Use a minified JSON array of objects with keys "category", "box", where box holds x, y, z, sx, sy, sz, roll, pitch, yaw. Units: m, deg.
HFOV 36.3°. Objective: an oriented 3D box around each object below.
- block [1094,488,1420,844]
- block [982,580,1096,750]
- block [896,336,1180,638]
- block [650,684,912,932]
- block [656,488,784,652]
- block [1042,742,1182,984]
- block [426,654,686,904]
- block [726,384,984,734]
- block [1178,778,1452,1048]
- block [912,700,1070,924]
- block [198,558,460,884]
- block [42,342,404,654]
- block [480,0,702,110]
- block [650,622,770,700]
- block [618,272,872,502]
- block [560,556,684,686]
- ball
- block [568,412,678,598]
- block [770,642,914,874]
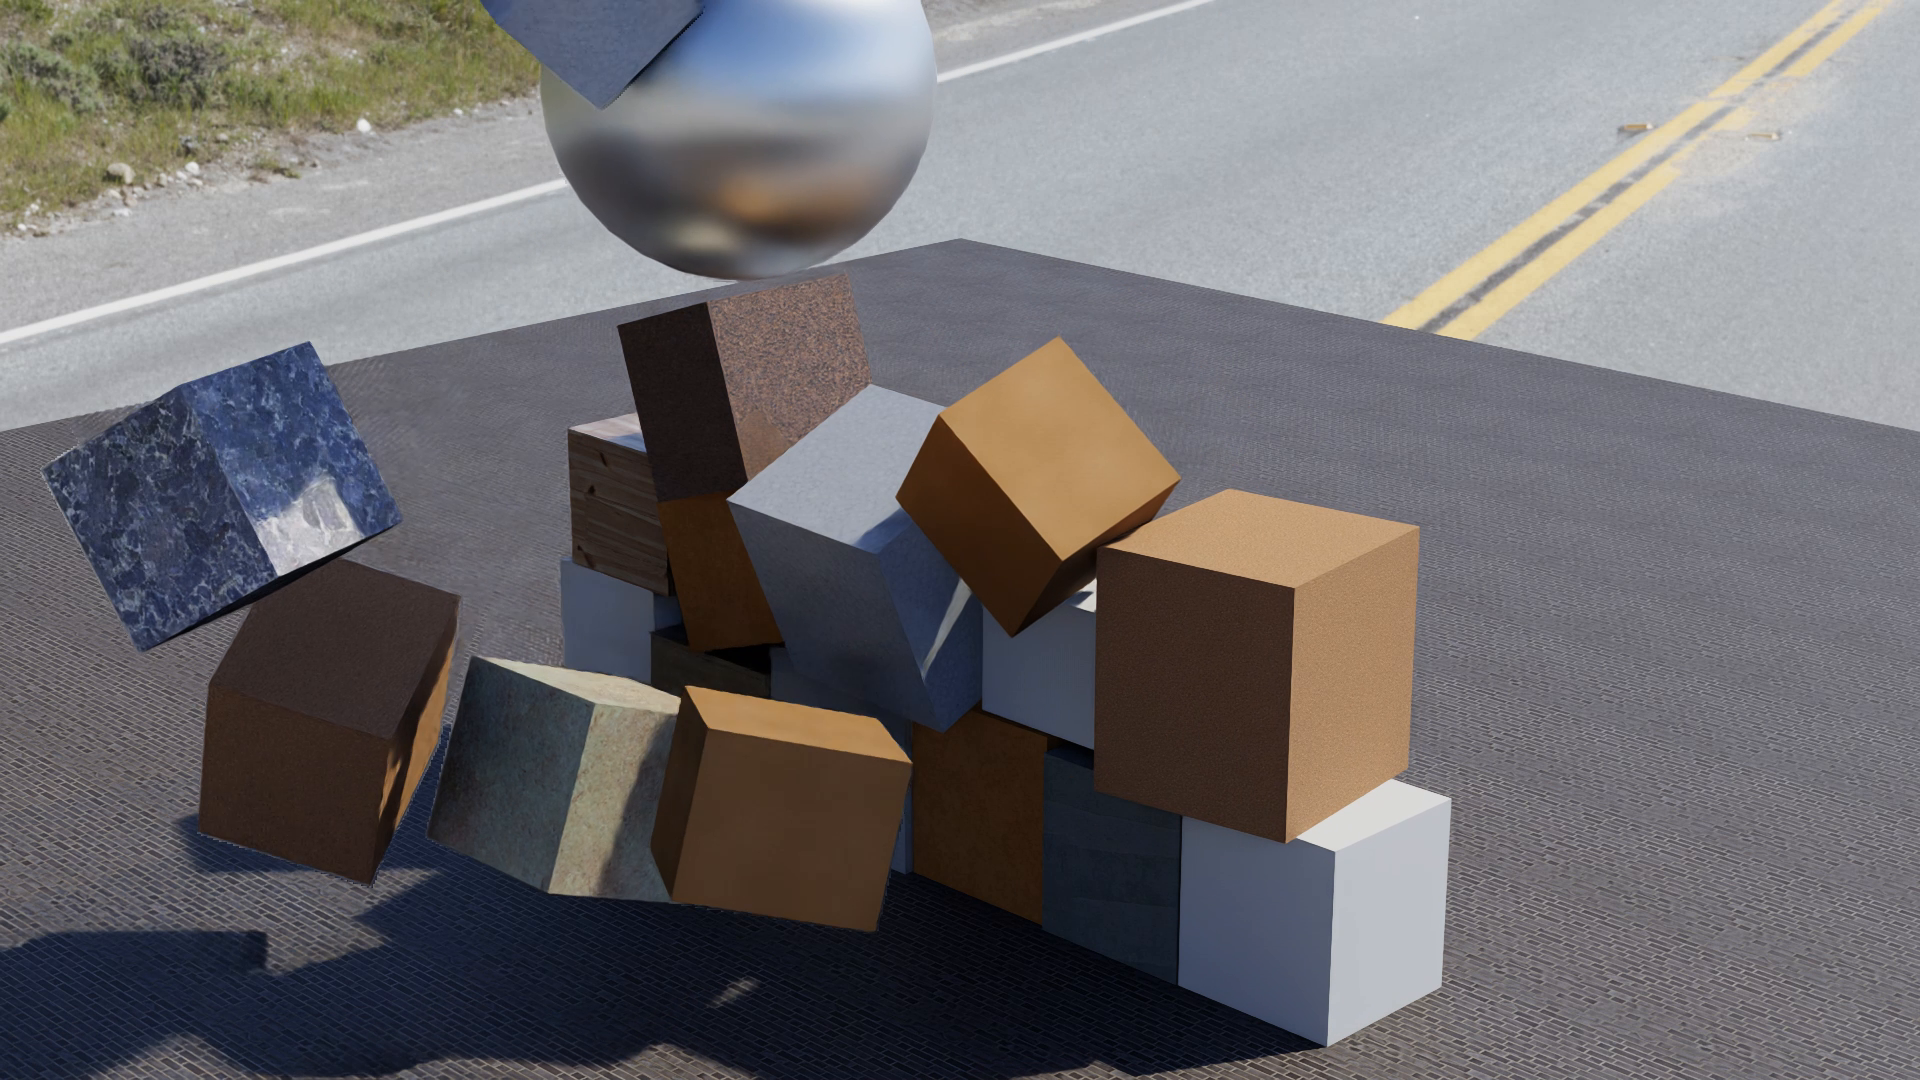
[{"category":"block","box":[1.226,0.493,12.137,0.924,1.071,1.007,13,21,35]},{"category":"block","box":[0.626,0.465,12.858,0.773,0.617,0.715,17,24,42]},{"category":"block","box":[0.312,-0.215,12.186,0.672,0.768,0.784,-34,78,-27]},{"category":"block","box":[-0.689,1.006,11.080,0.774,0.655,0.716,11,7,-14]},{"category":"block","box":[-0.771,0.047,14.122,0.904,0.744,0.868,-16,5,-41]},{"category":"block","box":[0.925,1.310,12.784,0.821,0.835,0.775,-17,24,-42]},{"category":"block","box":[-1.536,0.998,12.169,0.844,0.777,0.853,16,3,44]},{"category":"block","box":[-0.243,0.067,13.141,0.988,1.007,0.934,19,50,43]},{"category":"block","box":[1.474,1.473,12.232,0.771,0.855,0.794,-17,24,-42]},{"category":"block","box":[0.358,1.107,13.334,0.782,0.892,0.835,-17,24,-42]},{"category":"block","box":[-2.631,0.724,12.235,0.751,0.924,0.862,17,43,0]},{"category":"block","box":[-2.789,-0.169,11.136,0.776,0.778,0.790,-26,3,29]},{"category":"block","box":[-1.468,-2.116,10.895,0.641,0.543,0.641,52,8,35]},{"category":"block","box":[-0.917,0.806,14.561,0.856,0.730,0.877,-17,24,-42]},{"category":"block","box":[-0.992,-0.726,14.031,0.841,0.871,0.764,-16,5,-39]},{"category":"block","box":[-1.511,0.540,15.076,0.748,0.930,0.751,-17,24,-42]},{"category":"ball","box":[-0.891,-1.848,11.827,1.600,1.600,1.600,0,17,0]},{"category":"block","box":[-1.429,-0.216,14.751,0.739,0.707,0.775,-16,24,-41]},{"category":"block","box":[-0.275,0.920,13.919,0.842,0.898,0.918,-17,24,-42]}]
